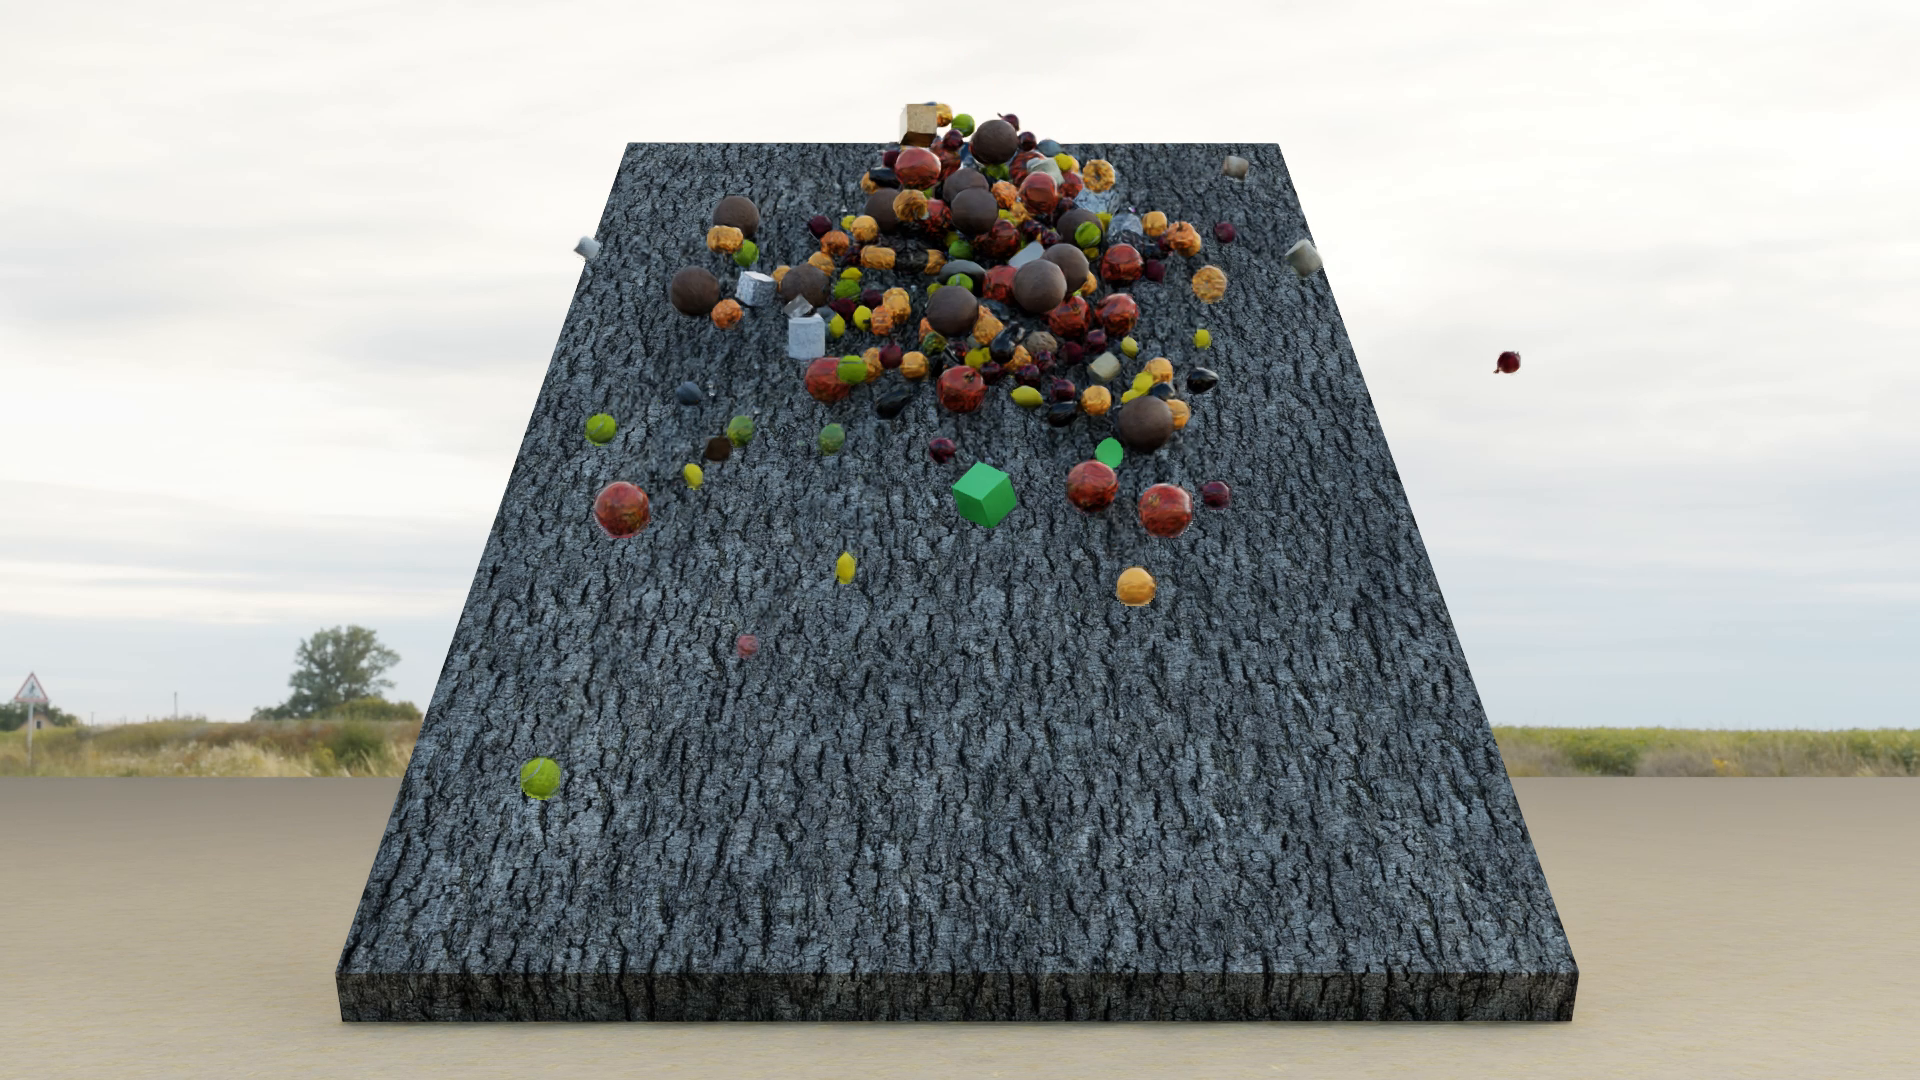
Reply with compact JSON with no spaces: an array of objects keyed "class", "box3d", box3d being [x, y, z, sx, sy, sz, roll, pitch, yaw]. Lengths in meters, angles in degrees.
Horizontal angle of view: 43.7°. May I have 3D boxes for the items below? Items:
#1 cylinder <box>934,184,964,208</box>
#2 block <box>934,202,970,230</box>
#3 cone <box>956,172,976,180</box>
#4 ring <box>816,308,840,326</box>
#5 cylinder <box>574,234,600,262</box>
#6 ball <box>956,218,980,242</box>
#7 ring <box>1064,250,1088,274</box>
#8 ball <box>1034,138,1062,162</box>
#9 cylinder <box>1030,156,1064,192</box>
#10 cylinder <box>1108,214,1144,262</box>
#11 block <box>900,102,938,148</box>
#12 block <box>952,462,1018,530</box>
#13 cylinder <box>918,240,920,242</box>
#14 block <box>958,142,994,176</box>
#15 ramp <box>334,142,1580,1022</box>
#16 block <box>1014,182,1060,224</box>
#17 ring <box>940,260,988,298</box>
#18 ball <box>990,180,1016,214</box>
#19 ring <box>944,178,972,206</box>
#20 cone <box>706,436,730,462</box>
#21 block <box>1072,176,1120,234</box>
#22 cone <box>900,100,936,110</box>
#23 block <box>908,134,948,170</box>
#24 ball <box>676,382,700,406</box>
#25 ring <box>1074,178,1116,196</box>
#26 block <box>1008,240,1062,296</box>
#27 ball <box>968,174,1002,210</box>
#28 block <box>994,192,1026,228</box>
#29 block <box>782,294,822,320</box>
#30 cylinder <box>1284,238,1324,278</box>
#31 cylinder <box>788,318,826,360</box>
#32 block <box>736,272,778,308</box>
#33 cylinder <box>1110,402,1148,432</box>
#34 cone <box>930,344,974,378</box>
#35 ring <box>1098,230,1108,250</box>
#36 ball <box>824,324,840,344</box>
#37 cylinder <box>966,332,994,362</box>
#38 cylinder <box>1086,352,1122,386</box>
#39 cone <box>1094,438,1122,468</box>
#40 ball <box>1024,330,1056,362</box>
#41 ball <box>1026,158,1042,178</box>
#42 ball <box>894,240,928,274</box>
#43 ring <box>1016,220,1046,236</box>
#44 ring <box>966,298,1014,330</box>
[{"class":"cylinder","box3d":[-0.030,-0.955,6.659,0.062,0.062,0.062,-9,-2,-21]},{"class":"block","box3d":[-0.024,-0.918,6.713,0.067,0.067,0.067,-14,-40,-26]},{"class":"cone","box3d":[0.022,-0.998,6.859,0.095,0.095,0.095,14,8,-2]},{"class":"ring","box3d":[-0.356,-0.560,6.110,0.104,0.035,0.104,0,28,0]},{"class":"cylinder","box3d":[-0.979,-0.767,6.284,0.053,0.053,0.053,31,-17,-19]},{"class":"ball","box3d":[0.022,-0.832,6.431,0.065,0.065,0.065,0,-6,0]},{"class":"ring","box3d":[0.309,-0.745,6.423,0.027,0.080,0.080,-41,-25,25]},{"class":"ball","box3d":[0.257,-1.133,6.999,0.080,0.080,0.080,0,-6,0]},{"class":"cylinder","box3d":[0.234,-0.980,6.427,0.072,0.072,0.072,-23,13,6]},{"class":"cylinder","box3d":[0.444,-0.812,6.427,0.096,0.096,0.096,0,35,2]},{"class":"block","box3d":[-0.117,-1.155,6.673,0.087,0.087,0.087,4,-17,-15]},{"class":"block","box3d":[0.054,-0.096,5.178,0.089,0.089,0.089,25,-31,38]},{"class":"cylinder","box3d":[-0.127,-0.772,6.444,0.053,0.053,0.053,-13,20,5]},{"class":"block","box3d":[0.049,-1.108,7.027,0.082,0.082,0.082,9,-29,12]},{"class":"ramp","box3d":[-0.012,-0.219,5.628,2.000,0.100,4.000,0,29,0]},{"class":"block","box3d":[0.214,-0.939,6.628,0.080,0.080,0.080,43,-15,-12]},{"class":"ring","box3d":[0.010,-0.680,6.247,0.130,0.043,0.130,7,-34,5]},{"class":"ball","box3d":[0.112,-0.974,6.805,0.096,0.096,0.096,0,-6,0]},{"class":"ring","box3d":[0.017,-0.982,6.755,0.128,0.043,0.128,13,-15,3]},{"class":"cone","box3d":[-0.564,-0.219,5.442,0.064,0.064,0.064,4,22,-38]},{"class":"block","box3d":[0.373,-0.924,6.611,0.093,0.093,0.093,33,-14,12]},{"class":"cone","box3d":[-0.129,-1.218,6.820,0.095,0.095,0.095,11,-10,-29]},{"class":"block","box3d":[-0.095,-1.119,6.876,0.080,0.080,0.080,-26,26,-17]},{"class":"ball","box3d":[-0.645,-0.347,5.694,0.058,0.058,0.058,0,-6,0]},{"class":"ring","box3d":[0.389,-1.012,6.932,0.125,0.042,0.125,-2,29,1]},{"class":"block","box3d":[0.195,-0.712,6.256,0.095,0.095,0.095,-38,-6,5]},{"class":"ball","box3d":[0.070,-0.966,6.653,0.099,0.099,0.099,0,-6,0]},{"class":"block","box3d":[0.149,-0.927,6.718,0.064,0.064,0.064,-16,27,40]},{"class":"block","box3d":[-0.397,-0.570,6.049,0.061,0.061,0.061,45,-5,35]},{"class":"cylinder","box3d":[0.918,-0.752,6.388,0.075,0.075,0.075,-39,11,9]},{"class":"cylinder","box3d":[-0.364,-0.480,5.689,0.085,0.085,0.085,-2,15,0]},{"class":"block","box3d":[-0.528,-0.651,6.216,0.070,0.070,0.070,1,23,-40]},{"class":"cylinder","box3d":[0.393,-0.287,5.576,0.061,0.061,0.061,-17,7,-40]},{"class":"cone","box3d":[-0.007,-0.415,5.828,0.096,0.096,0.096,28,-5,2]},{"class":"ring","box3d":[0.432,-0.825,6.599,0.106,0.035,0.106,1,28,-1]},{"class":"ball","box3d":[-0.325,-0.519,6.017,0.051,0.051,0.051,0,-6,0]},{"class":"cylinder","box3d":[0.049,-0.480,5.933,0.052,0.052,0.052,-17,-42,-16]},{"class":"cylinder","box3d":[0.346,-0.409,5.734,0.060,0.060,0.060,-38,5,-15]},{"class":"cone","box3d":[0.322,-0.197,5.445,0.070,0.070,0.070,3,1,-29]},{"class":"ball","box3d":[0.199,-0.477,5.915,0.079,0.079,0.079,0,-6,0]},{"class":"ball","box3d":[0.211,-1.033,6.653,0.054,0.054,0.054,0,-6,0]},{"class":"ball","box3d":[-0.125,-0.725,6.151,0.089,0.089,0.089,0,-6,0]},{"class":"ring","box3d":[0.197,-0.868,6.675,0.088,0.029,0.088,2,20,-1]},{"class":"ring","box3d":[0.076,-0.577,6.115,0.125,0.042,0.125,14,30,-8]}]
